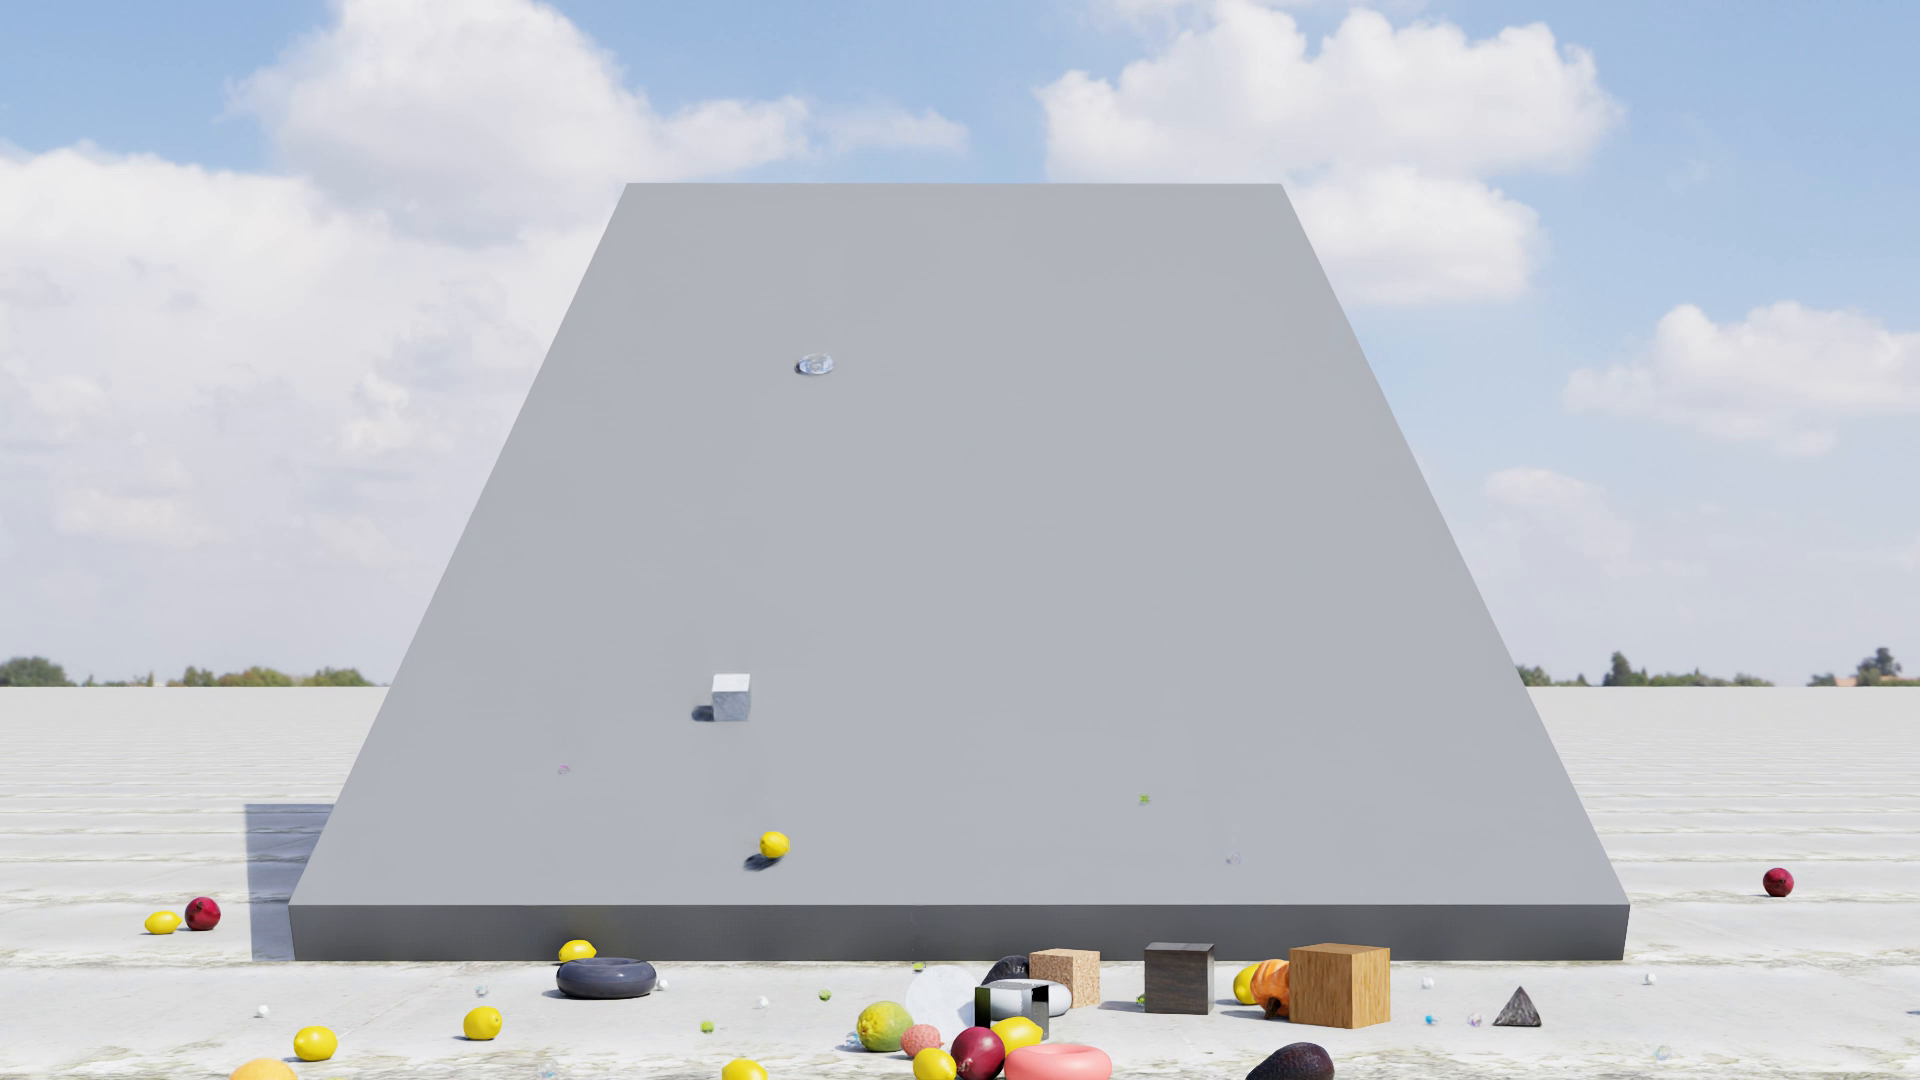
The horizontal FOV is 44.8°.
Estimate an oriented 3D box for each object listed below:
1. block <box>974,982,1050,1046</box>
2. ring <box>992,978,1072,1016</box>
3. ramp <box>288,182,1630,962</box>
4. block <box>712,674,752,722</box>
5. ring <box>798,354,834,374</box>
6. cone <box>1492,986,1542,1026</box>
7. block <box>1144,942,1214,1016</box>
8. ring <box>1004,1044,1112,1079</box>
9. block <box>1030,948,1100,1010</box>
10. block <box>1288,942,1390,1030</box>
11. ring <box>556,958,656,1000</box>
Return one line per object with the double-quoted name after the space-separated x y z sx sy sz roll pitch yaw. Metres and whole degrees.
0.061 0.556 2.736 0.064 0.064 0.064 -2 -4 32 "block"
0.084 0.582 2.957 0.117 0.039 0.117 1 -4 0 "ring"
-0.008 -0.228 5.313 2.000 0.100 4.000 0 24 0 "ramp"
-0.392 0.272 3.997 0.060 0.060 0.060 0 24 -1 "block"
-0.344 -0.423 5.588 0.087 0.029 0.087 -1 25 0 "ring"
0.675 0.583 2.851 0.054 0.054 0.054 -29 -2 -3 "cone"
0.282 0.563 2.990 0.081 0.081 0.081 -1 -4 12 "block"
0.102 0.551 2.433 0.114 0.038 0.114 0 -5 0 "ring"
0.137 0.573 3.043 0.067 0.067 0.067 -2 -4 34 "block"
0.471 0.552 2.886 0.090 0.090 0.090 -3 -5 41 "block"
-0.476 0.590 3.135 0.136 0.045 0.136 1 -4 0 "ring"
